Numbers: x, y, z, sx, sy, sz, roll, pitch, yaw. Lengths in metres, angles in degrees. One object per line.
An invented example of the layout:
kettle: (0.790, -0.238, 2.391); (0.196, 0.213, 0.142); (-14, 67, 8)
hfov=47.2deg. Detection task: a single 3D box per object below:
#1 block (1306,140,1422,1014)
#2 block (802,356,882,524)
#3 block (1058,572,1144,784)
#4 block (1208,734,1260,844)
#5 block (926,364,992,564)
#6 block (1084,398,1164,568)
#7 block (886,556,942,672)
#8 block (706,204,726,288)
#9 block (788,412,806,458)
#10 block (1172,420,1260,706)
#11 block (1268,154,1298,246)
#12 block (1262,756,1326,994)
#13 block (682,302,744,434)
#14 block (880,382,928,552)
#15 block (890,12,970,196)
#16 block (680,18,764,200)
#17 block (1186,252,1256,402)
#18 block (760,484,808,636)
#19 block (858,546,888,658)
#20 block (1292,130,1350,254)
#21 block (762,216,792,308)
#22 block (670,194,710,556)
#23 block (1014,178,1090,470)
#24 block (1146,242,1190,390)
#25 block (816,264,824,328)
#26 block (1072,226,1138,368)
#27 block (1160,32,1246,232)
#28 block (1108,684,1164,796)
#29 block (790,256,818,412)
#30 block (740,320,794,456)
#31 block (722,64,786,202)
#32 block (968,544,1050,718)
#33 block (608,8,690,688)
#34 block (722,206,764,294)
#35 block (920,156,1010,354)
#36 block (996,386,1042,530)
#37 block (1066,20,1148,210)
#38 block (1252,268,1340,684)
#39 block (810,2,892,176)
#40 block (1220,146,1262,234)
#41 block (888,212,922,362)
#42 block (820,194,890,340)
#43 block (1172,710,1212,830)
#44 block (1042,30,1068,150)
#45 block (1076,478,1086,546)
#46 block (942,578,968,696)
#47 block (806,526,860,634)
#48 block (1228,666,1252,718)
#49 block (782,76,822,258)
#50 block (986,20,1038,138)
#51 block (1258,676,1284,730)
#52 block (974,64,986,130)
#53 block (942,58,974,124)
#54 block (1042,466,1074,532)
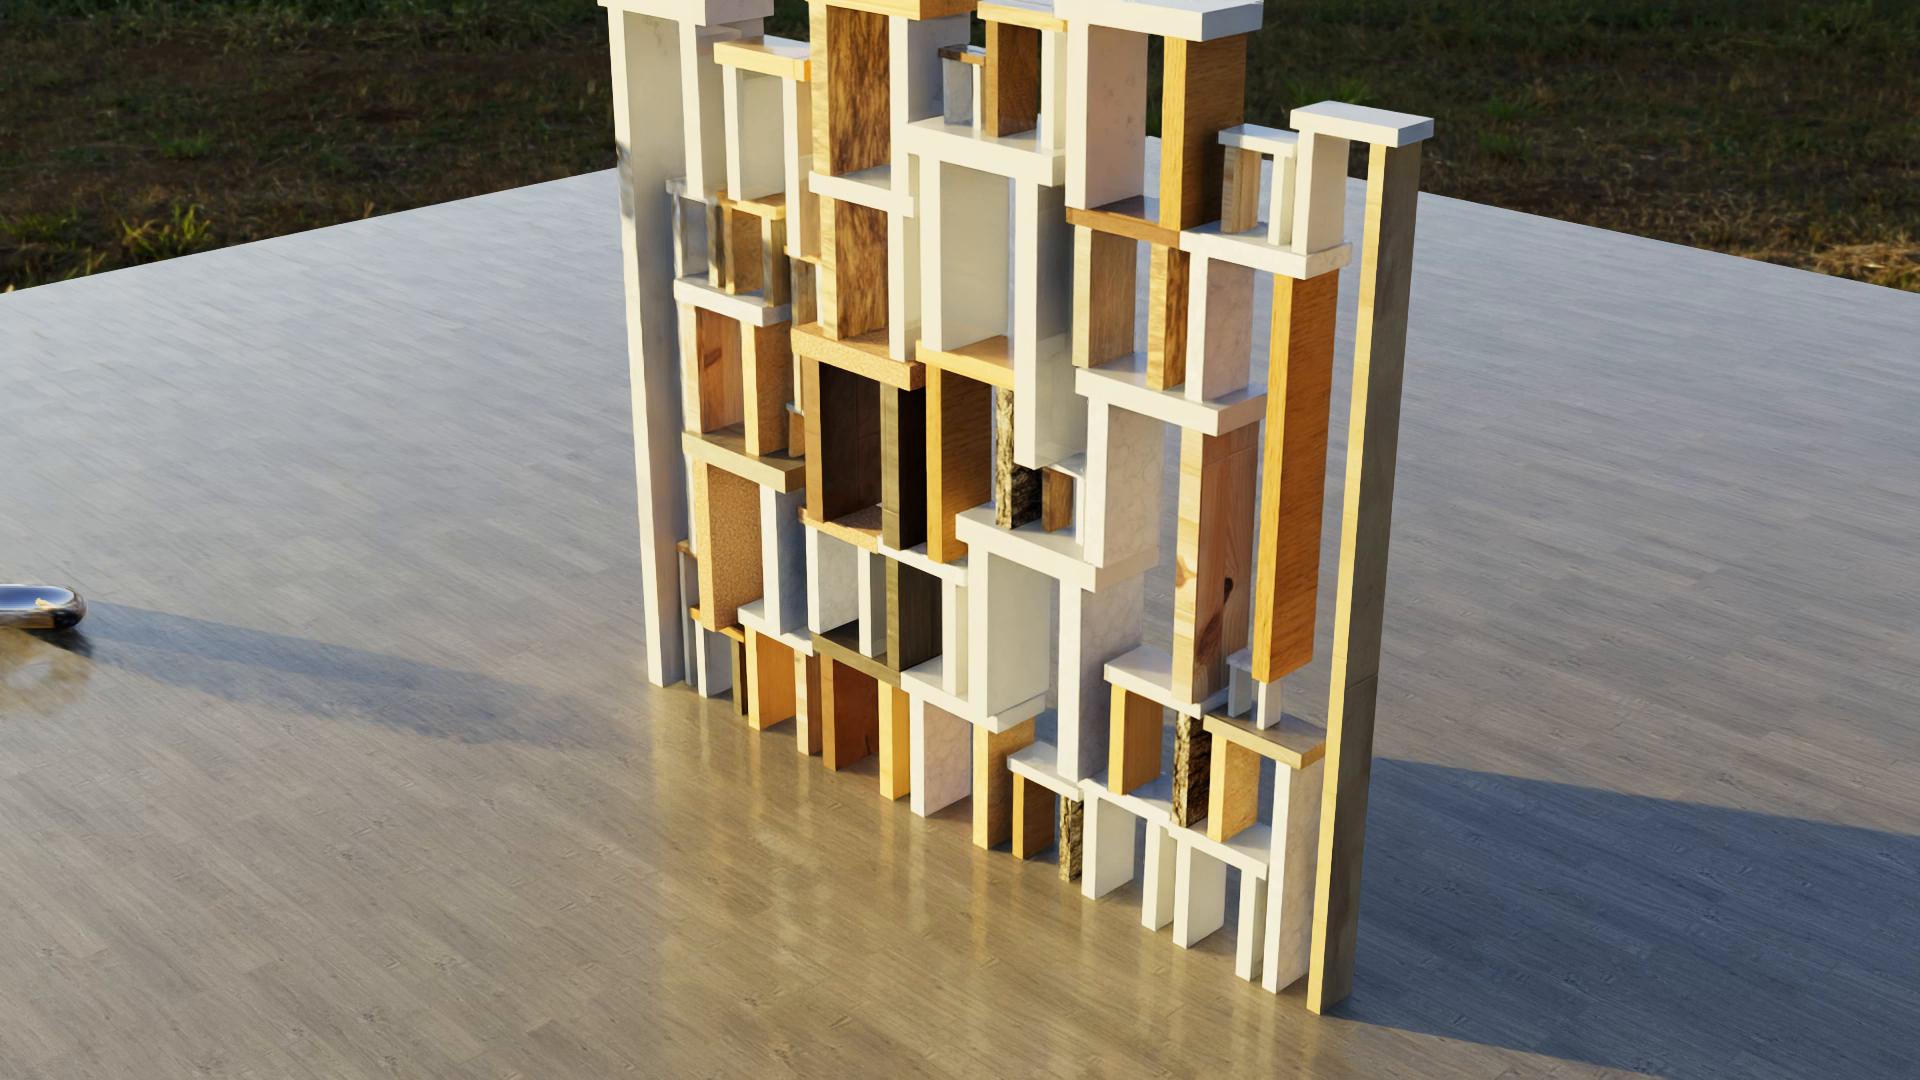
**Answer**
block: (0.648, 0.106, 3.561); (0.027, 1.523, 0.095); (21, 31, 41)
block: (-0.231, -0.219, 4.383); (0.167, 0.341, 0.047); (-21, 31, -41)
block: (0.259, 0.235, 4.047); (0.049, 0.396, 0.173); (21, 31, 41)
block: (0.484, 0.420, 3.871); (0.029, 0.208, 0.104); (21, 31, 40)
block: (-0.001, -0.158, 4.155); (0.135, 0.392, 0.038); (-21, 31, -40)
block: (0.290, -0.119, 3.855); (0.044, 0.308, 0.154); (22, 31, 40)
block: (-0.091, 0.129, 4.376); (0.119, 0.242, 0.034); (-21, 31, -41)
block: (-0.472, -0.609, 4.487); (0.085, 0.171, 0.024); (-21, 31, -41)
block: (-0.326, -0.221, 4.491); (0.014, 0.097, 0.049); (24, 33, 38)
block: (0.436, 0.027, 3.758); (0.044, 0.501, 0.154); (21, 31, 40)
block: (0.515, -0.537, 3.432); (0.020, 0.141, 0.071); (22, 32, 39)
block: (0.583, 0.572, 3.830); (0.029, 0.456, 0.104); (21, 31, 41)
block: (-0.509, -0.377, 4.625); (0.141, 0.282, 0.040); (-21, 31, -41)
block: (-0.074, -0.161, 4.236); (0.167, 0.334, 0.047); (-21, 31, -41)
block: (-0.052, -0.789, 3.945); (0.045, 0.316, 0.158); (21, 31, 40)
block: (-0.467, -0.865, 4.372); (0.049, 0.344, 0.172); (21, 31, 40)
block: (0.427, -0.360, 3.601); (0.123, 0.247, 0.035); (-21, 31, -40)
block: (-0.333, 0.020, 4.588); (0.047, 0.329, 0.164); (21, 31, 41)
block: (-0.149, 0.109, 4.433); (0.117, 0.235, 0.033); (-21, 31, -40)
block: (0.556, -0.543, 3.383); (0.027, 0.191, 0.095); (21, 31, 40)
block: (-0.347, -0.560, 4.362); (0.090, 0.180, 0.025); (-21, 31, -41)
block: (-0.554, -0.350, 4.684); (0.024, 0.800, 0.086); (21, 31, 40)
block: (0.176, -0.393, 3.864); (0.177, 0.516, 0.050); (-22, 31, -40)
block: (0.368, -0.384, 3.658); (0.123, 0.246, 0.035); (-22, 31, -40)
block: (-0.250, -0.482, 4.288); (0.062, 0.123, 0.017); (-21, 31, -40)
block: (0.248, -0.427, 3.762); (0.035, 0.246, 0.123); (20, 30, 40)
block: (0.388, -0.659, 3.512); (0.043, 0.304, 0.152); (21, 31, 41)
block: (0.322, 0.346, 4.009); (0.110, 0.220, 0.031); (-21, 31, -41)
block: (-0.304, -0.416, 4.382); (0.062, 0.320, 0.017); (-21, 30, -41)
block: (-0.376, -0.326, 4.502); (0.040, 0.282, 0.141); (21, 31, 41)
block: (-0.396, -0.807, 4.311); (0.131, 0.263, 0.037); (-21, 31, -40)
block: (0.095, 0.149, 4.186); (0.049, 0.347, 0.173); (21, 30, 41)
block: (-0.629, -0.392, 4.749); (0.049, 1.511, 0.172); (21, 31, 41)
block: (-0.432, -0.593, 4.440); (0.090, 0.180, 0.026); (-21, 31, -41)
block: (0.010, -0.532, 3.984); (0.050, 0.354, 0.177); (21, 31, 41)
block: (0.127, -0.166, 4.016); (0.038, 0.269, 0.135); (21, 31, 40)
block: (0.243, -0.714, 3.642); (0.043, 0.305, 0.152); (20, 31, 40)
block: (0.545, -0.105, 3.586); (0.035, 0.704, 0.123); (21, 31, 40)
block: (-0.202, -0.847, 4.082); (0.045, 0.316, 0.158); (21, 31, 40)
block: (0.447, -0.562, 3.492); (0.020, 0.141, 0.071); (22, 32, 39)
block: (-0.068, -0.483, 4.089); (0.040, 0.280, 0.140); (21, 31, 40)
block: (-0.199, -0.534, 4.210); (0.040, 0.280, 0.140); (21, 31, 41)
block: (0.428, 0.390, 3.915); (0.031, 0.228, 0.110); (21, 31, 40)
block: (0.181, -0.763, 3.693); (0.099, 0.197, 0.028); (-21, 31, -40)
block: (0.237, -0.059, 3.945); (0.063, 0.127, 0.018); (-22, 31, -40)
block: (0.021, 0.172, 4.272); (0.034, 0.239, 0.119); (21, 31, 41)
block: (-0.260, 0.065, 4.535); (0.117, 0.235, 0.033); (-21, 31, -41)
block: (0.485, 0.254, 3.798); (0.014, 0.095, 0.048); (21, 31, 40)
block: (-0.273, -0.722, 4.212); (0.037, 0.342, 0.131); (22, 31, 40)
block: (0.089, -0.799, 3.779); (0.099, 0.197, 0.028); (-22, 31, -40)
block: (0.530, 0.271, 3.757); (0.014, 0.095, 0.048); (21, 31, 41)
block: (0.049, -0.776, 3.833); (0.056, 0.113, 0.016); (-22, 30, -40)
block: (-0.003, -0.797, 3.881); (0.056, 0.112, 0.016); (-22, 30, -40)
block: (0.178, -0.082, 4.000); (0.063, 0.127, 0.018); (-21, 30, -40)
